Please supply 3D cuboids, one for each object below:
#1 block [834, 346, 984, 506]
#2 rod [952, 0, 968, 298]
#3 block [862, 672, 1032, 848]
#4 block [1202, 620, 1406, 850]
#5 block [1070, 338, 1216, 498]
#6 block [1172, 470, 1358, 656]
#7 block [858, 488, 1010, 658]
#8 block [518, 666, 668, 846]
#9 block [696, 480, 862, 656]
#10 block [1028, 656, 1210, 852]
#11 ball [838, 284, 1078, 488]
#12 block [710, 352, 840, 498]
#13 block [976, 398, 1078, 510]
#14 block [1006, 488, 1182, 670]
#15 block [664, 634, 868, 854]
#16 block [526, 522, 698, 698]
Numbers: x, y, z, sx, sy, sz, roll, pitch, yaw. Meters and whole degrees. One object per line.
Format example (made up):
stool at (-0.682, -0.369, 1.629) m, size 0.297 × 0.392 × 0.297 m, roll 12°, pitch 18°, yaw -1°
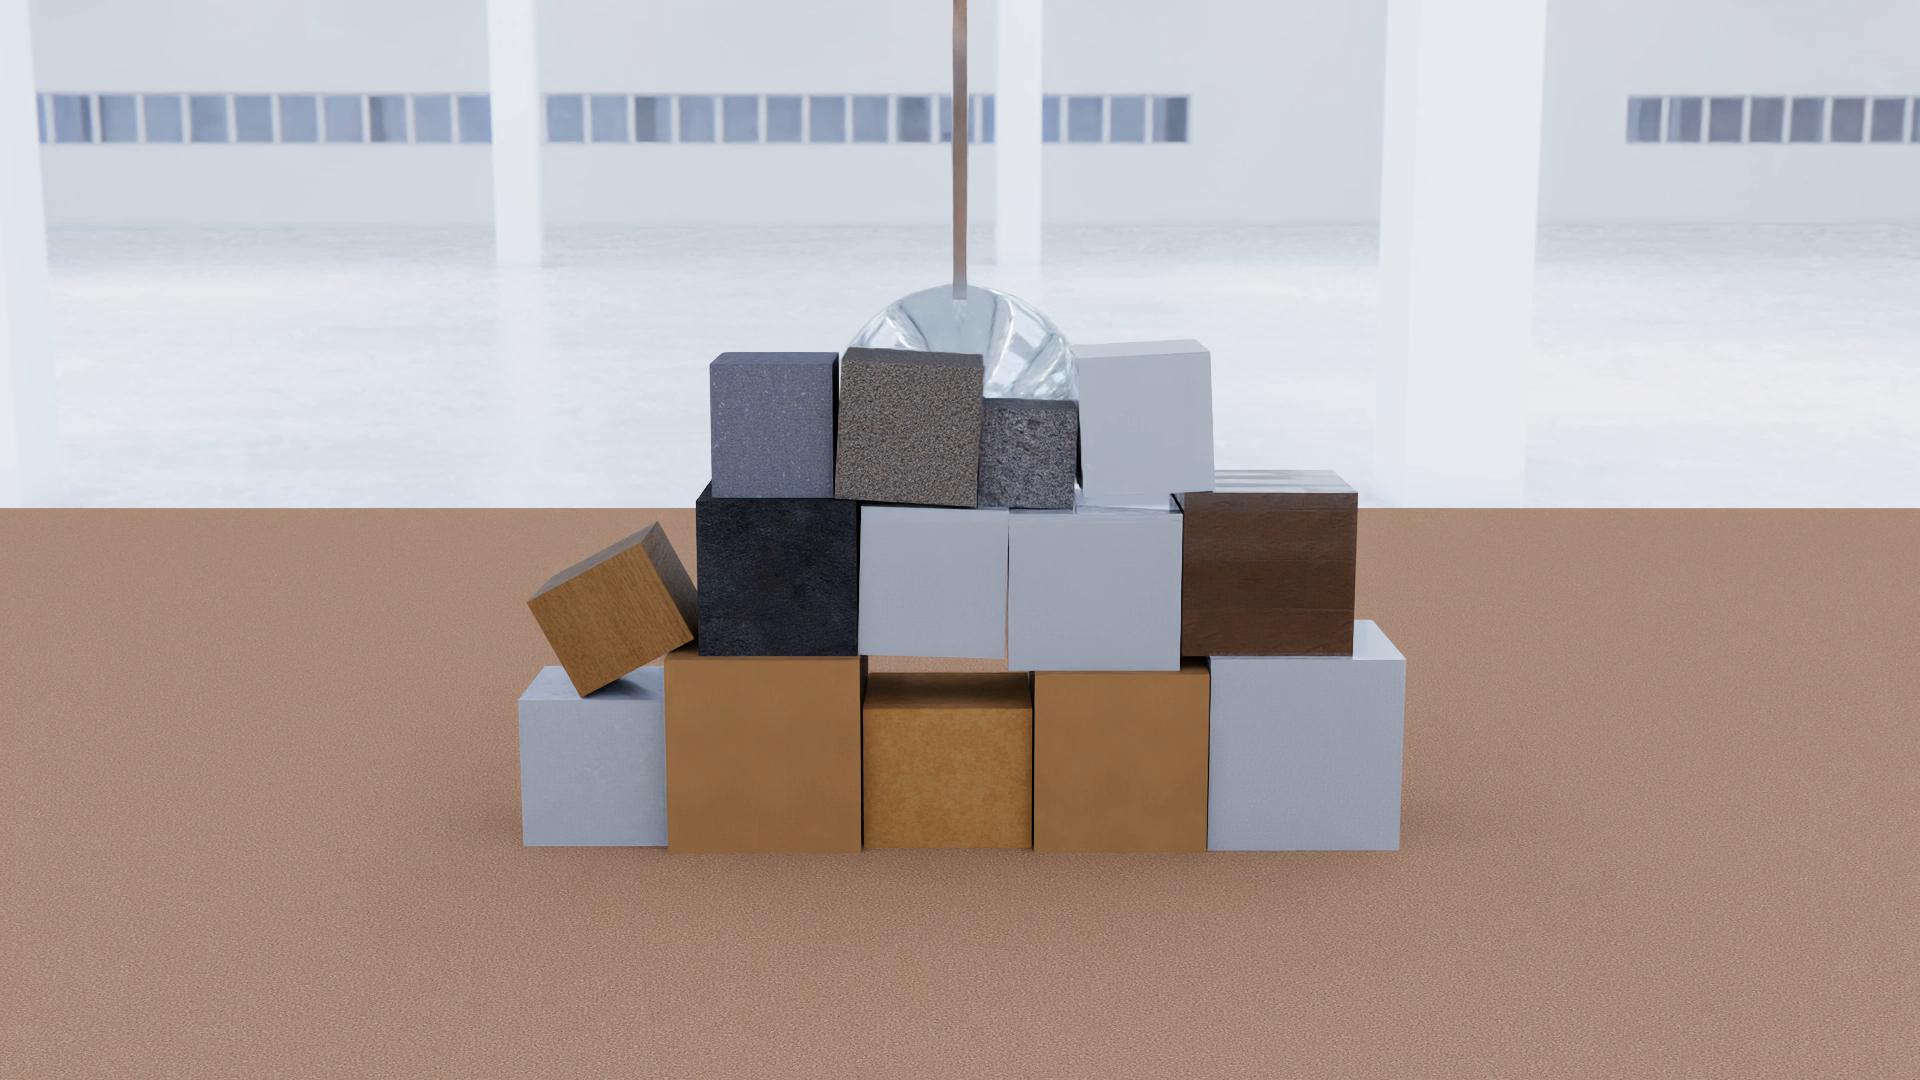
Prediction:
block at (-0.249, -0.580, 11.066) m, size 0.694 × 0.682 × 0.693 m, roll 3°, pitch 10°, yaw -1°
rod at (0.000, -3.656, 11.429) m, size 0.080 × 5.200 × 0.080 m, roll 0°, pitch 31°, yaw 0°
block at (-0.062, 1.125, 11.369) m, size 0.842 × 0.719 × 0.763 m, roll 0°, pitch 10°, yaw 0°
block at (1.720, 0.990, 11.378) m, size 0.960 × 0.981 × 0.913 m, roll 0°, pitch 10°, yaw 0°
block at (0.908, -0.623, 11.065) m, size 0.647 × 0.684 × 0.709 m, roll -3°, pitch 10°, yaw 0°
block at (1.524, 0.104, 11.215) m, size 0.852 × 0.821 × 0.765 m, roll 0°, pitch 10°, yaw 0°
block at (-0.133, 0.148, 11.202) m, size 0.726 × 0.744 × 0.727 m, roll 2°, pitch 10°, yaw 0°
block at (-1.832, 1.105, 11.367) m, size 0.736 × 0.758 × 0.720 m, roll 0°, pitch 10°, yaw 0°
block at (-0.900, 0.120, 11.206) m, size 0.785 × 0.776 × 0.812 m, roll 0°, pitch 10°, yaw 0°
block at (0.799, 1.028, 11.363) m, size 0.860 × 0.912 × 0.945 m, roll 0°, pitch 10°, yaw 0°
ball at (0.000, -0.727, 13.157) m, size 1.600 × 1.600 × 1.600 m, roll 0°, pitch 10°, yaw 0°
block at (-0.924, -0.589, 11.093) m, size 0.599 × 0.659 × 0.617 m, roll 0°, pitch 10°, yaw 0°
block at (0.334, -0.443, 11.087) m, size 0.476 × 0.489 × 0.459 m, roll 2°, pitch 10°, yaw 0°
block at (0.665, 0.189, 11.229) m, size 0.849 × 0.787 × 0.804 m, roll 0°, pitch 10°, yaw 0°
block at (-0.973, 0.987, 11.373) m, size 0.961 × 0.989 × 1.005 m, roll 0°, pitch 10°, yaw 0°
block at (-1.735, 0.344, 11.230) m, size 0.648 × 0.550 × 0.634 m, roll -27°, pitch 9°, yaw 5°
